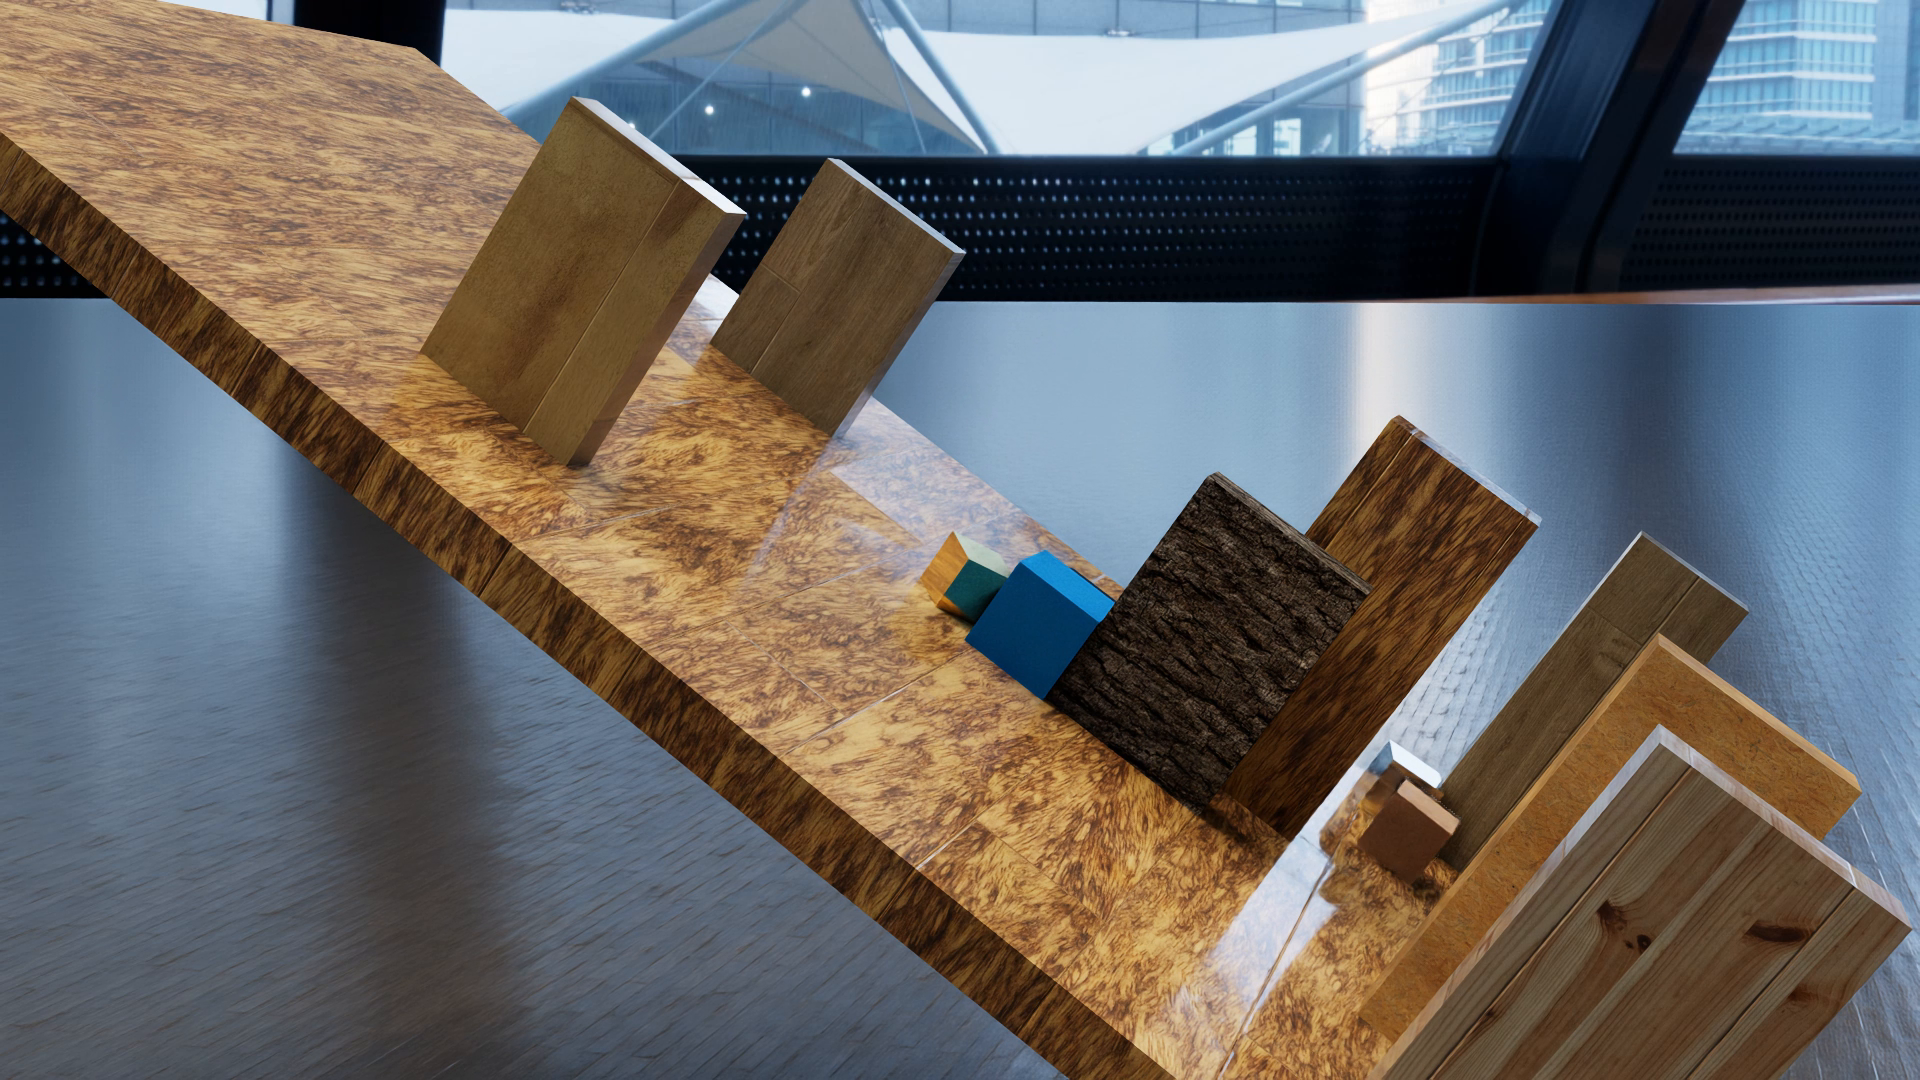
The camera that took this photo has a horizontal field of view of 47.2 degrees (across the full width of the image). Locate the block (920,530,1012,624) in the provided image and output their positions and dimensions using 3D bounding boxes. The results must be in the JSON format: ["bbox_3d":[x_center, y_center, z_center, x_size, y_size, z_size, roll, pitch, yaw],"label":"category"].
[{"bbox_3d":[0.015,0.075,4.138,0.113,0.113,0.113,27,17,-28],"label":"block"}]

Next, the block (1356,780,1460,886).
[{"bbox_3d":[0.899,0.586,4.411,0.134,0.134,0.134,38,16,12],"label":"block"}]

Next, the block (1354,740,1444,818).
[{"bbox_3d":[0.927,0.528,4.649,0.129,0.129,0.129,34,15,-2],"label":"block"}]

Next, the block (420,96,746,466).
[{"bbox_3d":[-0.616,-0.417,3.572,0.321,0.497,0.087,38,16,10],"label":"block"}]

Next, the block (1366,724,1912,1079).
[{"bbox_3d":[0.869,0.663,2.971,0.382,0.743,0.130,38,16,10],"label":"block"}]

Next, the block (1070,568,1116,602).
[{"bbox_3d":[0.213,0.164,4.219,0.147,0.147,0.147,37,16,9],"label":"block"}]

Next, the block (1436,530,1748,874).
[{"bbox_3d":[1.277,0.375,4.581,0.258,0.793,0.092,38,16,10],"label":"block"}]

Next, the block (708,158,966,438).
[{"bbox_3d":[-0.261,-0.508,4.629,0.339,0.471,0.081,38,16,10],"label":"block"}]

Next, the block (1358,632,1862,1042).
[{"bbox_3d":[1.021,0.570,3.506,0.367,0.774,0.122,38,16,10],"label":"block"}]

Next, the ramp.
[{"bbox_3d":[-0.087,0.158,4.080,4.000,0.100,2.000,38,16,10],"label":"ramp"}]

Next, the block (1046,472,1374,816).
[{"bbox_3d":[0.447,0.186,3.960,0.347,0.507,0.104,38,16,10],"label":"block"}]

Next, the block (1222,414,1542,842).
[{"bbox_3d":[0.723,0.167,4.131,0.325,0.751,0.139,38,16,10],"label":"block"}]

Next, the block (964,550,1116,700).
[{"bbox_3d":[0.155,0.155,4.062,0.181,0.181,0.181,38,16,10],"label":"block"}]
